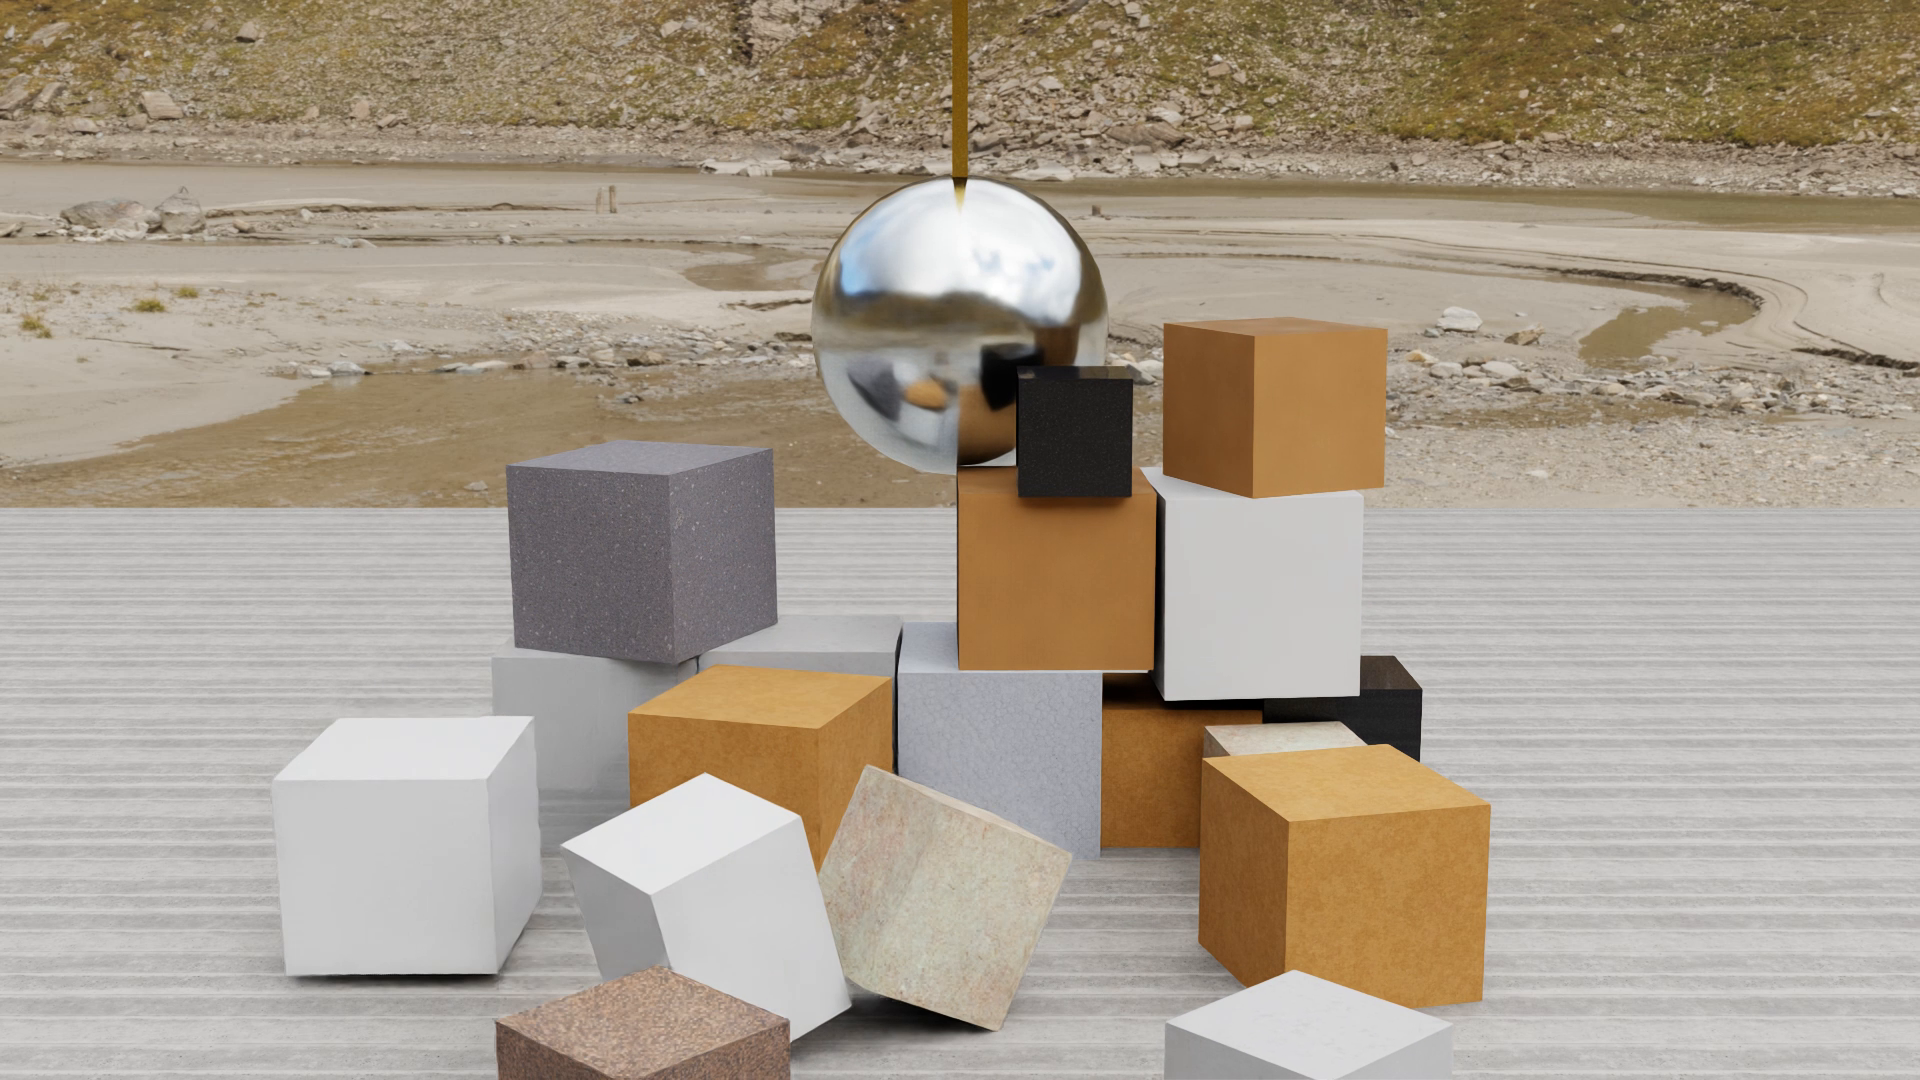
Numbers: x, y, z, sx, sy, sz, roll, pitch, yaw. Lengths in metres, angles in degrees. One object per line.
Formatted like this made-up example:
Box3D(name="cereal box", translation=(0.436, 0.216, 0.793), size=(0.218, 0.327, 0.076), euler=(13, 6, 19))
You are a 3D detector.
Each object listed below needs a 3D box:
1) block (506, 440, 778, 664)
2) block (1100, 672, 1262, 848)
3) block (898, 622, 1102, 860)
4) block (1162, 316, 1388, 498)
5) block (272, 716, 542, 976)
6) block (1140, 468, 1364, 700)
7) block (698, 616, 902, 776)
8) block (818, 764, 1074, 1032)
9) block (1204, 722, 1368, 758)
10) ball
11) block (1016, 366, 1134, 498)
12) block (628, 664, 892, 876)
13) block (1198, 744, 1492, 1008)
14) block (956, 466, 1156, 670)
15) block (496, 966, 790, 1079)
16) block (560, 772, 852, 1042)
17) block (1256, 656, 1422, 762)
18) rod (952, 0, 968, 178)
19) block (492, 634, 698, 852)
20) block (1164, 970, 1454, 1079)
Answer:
Box3D(name="block", translation=(-1.599, 0.033, 11.188), size=(0.947, 0.923, 0.992), euler=(4, 11, 25))
Box3D(name="block", translation=(1.103, 1.126, 11.383), size=(0.802, 0.711, 0.782), euler=(0, 10, 0))
Box3D(name="block", translation=(0.197, 1.011, 11.353), size=(0.997, 0.949, 1.151), euler=(0, 10, 0))
Box3D(name="block", translation=(1.567, -0.683, 11.044), size=(0.755, 0.782, 0.882), euler=(-5, 11, -24))
Box3D(name="block", translation=(-2.377, 1.311, 9.590), size=(0.888, 0.848, 0.950), euler=(-1, 11, 1))
Box3D(name="block", translation=(1.444, 0.191, 11.198), size=(0.961, 0.990, 1.080), euler=(-1, 10, -3))
Box3D(name="block", translation=(-0.801, 0.974, 11.387), size=(0.975, 1.009, 0.835), euler=(0, 10, 1))
Box3D(name="block", translation=(-0.114, 1.436, 8.864), size=(0.684, 0.765, 0.615), euler=(26, -4, -33))
Box3D(name="block", translation=(1.585, 1.288, 10.640), size=(0.692, 0.660, 0.616), euler=(-1, 10, -7))
Box3D(name="ball", translation=(0.000, -1.144, 11.762), size=(1.600, 1.600, 1.600), euler=(0, 10, 0))
Box3D(name="block", translation=(0.550, -0.537, 10.742), size=(0.541, 0.567, 0.593), euler=(0, 10, 0))
Box3D(name="block", translation=(-0.916, 1.190, 10.365), size=(0.923, 0.950, 0.990), euler=(3, 11, 17))
Box3D(name="block", translation=(1.608, 1.429, 9.346), size=(0.886, 0.844, 0.942), euler=(-3, 11, -15))
Box3D(name="block", translation=(0.465, 0.125, 11.132), size=(0.953, 0.874, 0.927), euler=(0, 10, -1))
Box3D(name="block", translation=(-1.020, 1.894, 7.145), size=(0.684, 0.709, 0.657), euler=(10, 15, 44))
Box3D(name="block", translation=(-0.985, 1.500, 8.548), size=(0.670, 0.844, 0.719), euler=(-25, 22, -31))
Box3D(name="block", translation=(1.908, 1.077, 11.364), size=(0.787, 0.815, 0.730), euler=(0, 10, 0))
Box3D(name="rod", translation=(0.000, -4.383, 10.726), size=(0.080, 5.200, 0.080), euler=(0, 18, 0))
Box3D(name="block", translation=(-1.802, 0.985, 11.363), size=(1.002, 0.997, 0.954), euler=(0, 10, 0))
Box3D(name="block", translation=(1.163, 1.907, 7.372), size=(0.688, 0.610, 0.669), euler=(-10, 14, -42))
